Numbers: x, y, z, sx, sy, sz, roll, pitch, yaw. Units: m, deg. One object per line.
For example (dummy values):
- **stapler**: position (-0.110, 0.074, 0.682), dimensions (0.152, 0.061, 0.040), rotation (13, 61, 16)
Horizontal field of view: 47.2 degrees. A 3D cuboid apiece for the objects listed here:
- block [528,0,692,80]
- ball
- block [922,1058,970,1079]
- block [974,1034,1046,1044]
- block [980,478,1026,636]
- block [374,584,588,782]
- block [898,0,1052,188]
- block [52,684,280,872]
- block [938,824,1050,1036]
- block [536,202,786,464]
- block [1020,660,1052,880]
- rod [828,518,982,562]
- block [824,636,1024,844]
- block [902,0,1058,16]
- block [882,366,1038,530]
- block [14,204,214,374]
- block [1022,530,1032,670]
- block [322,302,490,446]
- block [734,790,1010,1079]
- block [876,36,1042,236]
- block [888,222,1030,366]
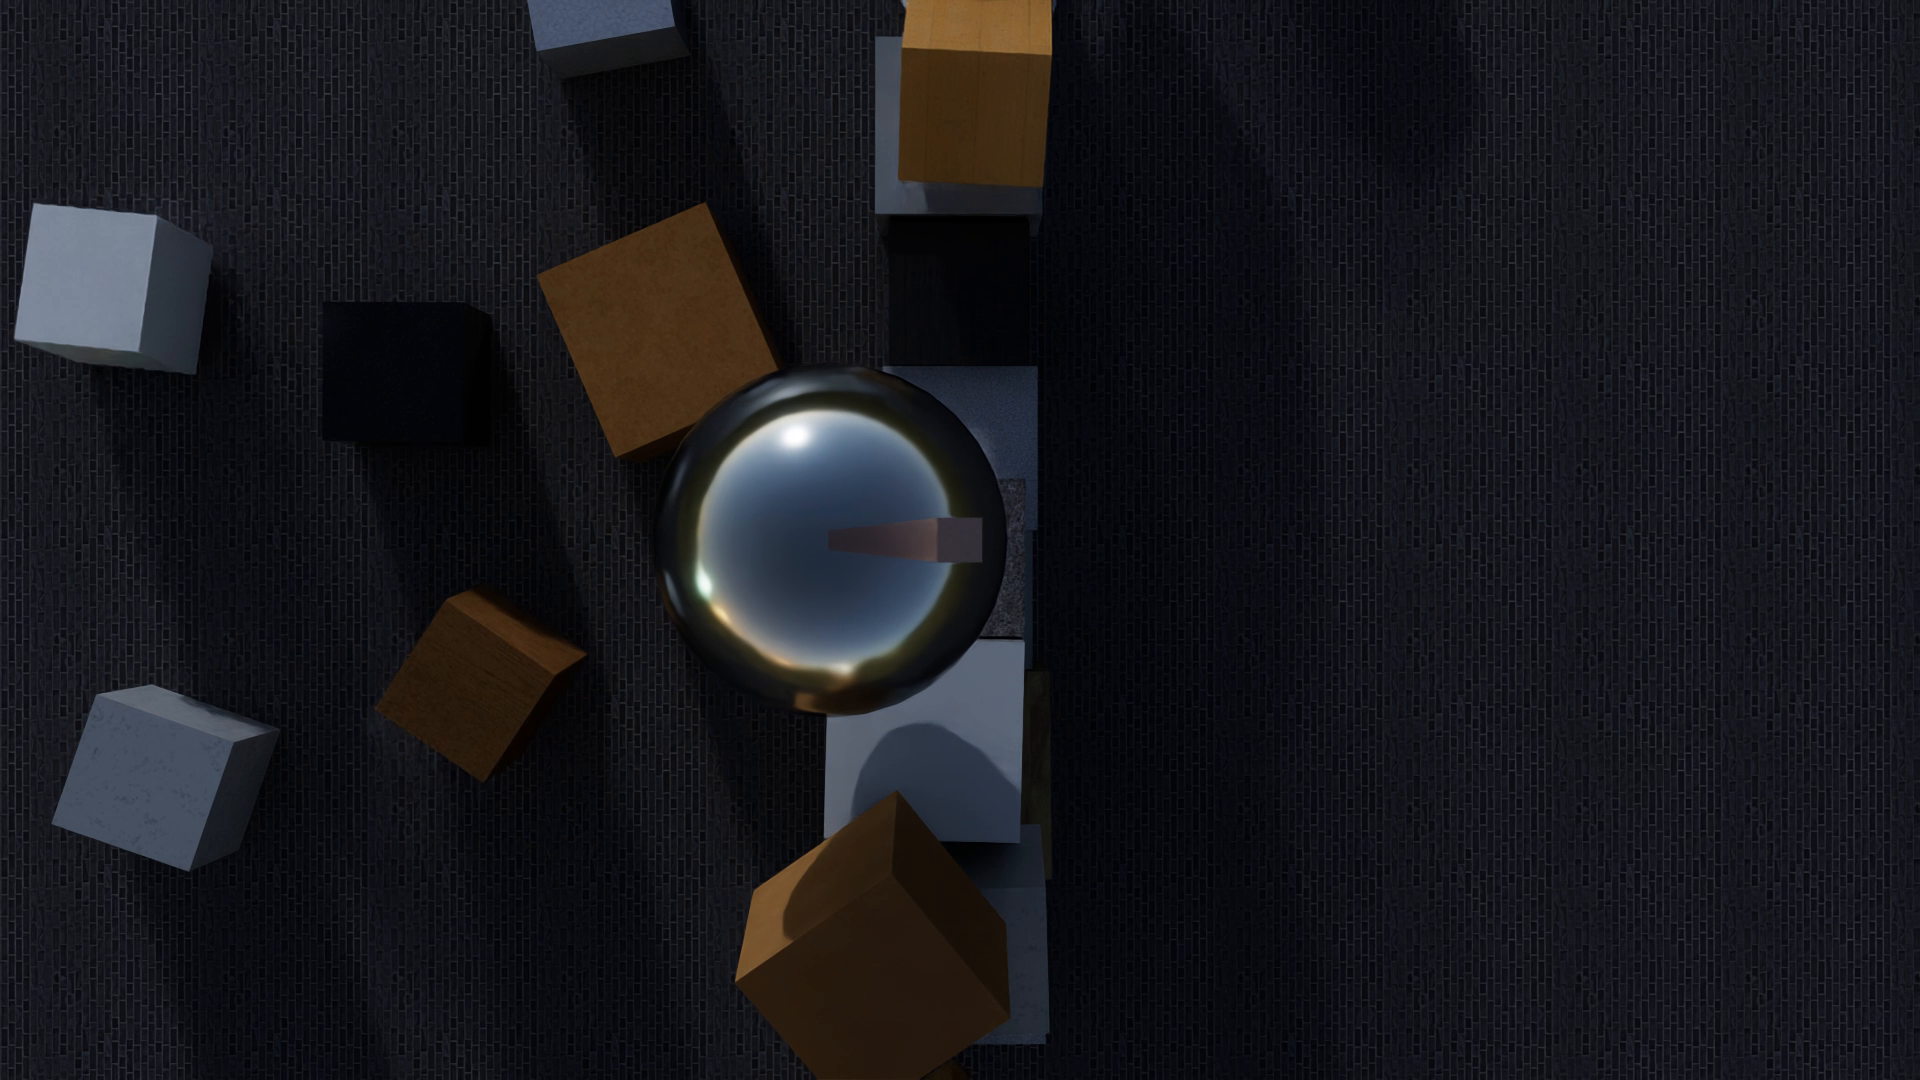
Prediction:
- **block**: position (-2.042, -3.163, 12.630), dimensions (0.786, 0.740, 0.749), rotation (-10, 90, 0)
- **ball**: position (-0.583, 0.000, 9.891), dimensions (1.600, 1.600, 1.600), rotation (0, 90, 0)
- **block**: position (-0.104, 3.247, 11.171), dimensions (0.713, 0.763, 0.690), rotation (-38, 99, 6)
- **block**: position (-0.005, 2.317, 12.544), dimensions (0.947, 0.911, 0.913), rotation (0, 90, 0)
- **block**: position (-0.059, 0.089, 11.737), dimensions (0.790, 0.798, 0.813), rotation (0, 90, 0)
- **block**: position (-2.722, 0.806, 12.575), dimensions (0.736, 0.770, 0.741), rotation (34, 97, 0)
- **block**: position (0.080, -2.376, 11.556), dimensions (0.755, 0.785, 0.732), rotation (3, 125, 0)
- **block**: position (-4.520, 1.344, 12.580), dimensions (0.806, 0.841, 0.759), rotation (19, 90, 0)
- **block**: position (0.002, 2.051, 11.592), dimensions (0.890, 0.787, 0.824), rotation (-2, 106, 1)
- **block**: position (-1.635, -1.147, 12.496), dimensions (1.006, 1.008, 1.084), rotation (-23, 90, 0)
- **block**: position (-0.035, 1.284, 12.471), dimensions (1.056, 1.058, 1.132), rotation (-1, 90, 0)
- **rod**: position (-0.252, 0.000, 6.507), dimensions (0.080, 5.200, 0.080), rotation (0, 90, -6)
- **block**: position (-0.178, 1.005, 11.483), dimensions (0.984, 0.918, 1.005), rotation (1, 90, 0)
- **block**: position (0.101, -3.327, 12.058), dimensions (0.777, 0.780, 0.777), rotation (-2, 46, -22)
- **block**: position (0.001, -0.512, 12.635), dimensions (0.863, 0.731, 0.916), rotation (0, 90, 0)
- **block**: position (-4.813, -1.420, 12.552), dimensions (0.709, 0.802, 0.768), rotation (6, 86, 3)
- **block**: position (0.014, 0.329, 12.568), dimensions (0.775, 0.864, 0.765), rotation (0, 90, 0)
- **block**: position (-3.173, -0.943, 12.653), dimensions (0.788, 0.694, 0.780), rotation (0, 90, 0)
- **block**: position (-0.404, 1.994, 10.652), dimensions (0.911, 0.983, 0.911), rotation (-36, 103, 10)
- **block**: position (-0.006, -2.280, 12.544), dimensions (0.921, 0.913, 0.974), rotation (0, 90, 0)
- **block**: position (-0.004, -1.364, 12.579), dimensions (0.779, 0.843, 0.786), rotation (0, 90, 0)
